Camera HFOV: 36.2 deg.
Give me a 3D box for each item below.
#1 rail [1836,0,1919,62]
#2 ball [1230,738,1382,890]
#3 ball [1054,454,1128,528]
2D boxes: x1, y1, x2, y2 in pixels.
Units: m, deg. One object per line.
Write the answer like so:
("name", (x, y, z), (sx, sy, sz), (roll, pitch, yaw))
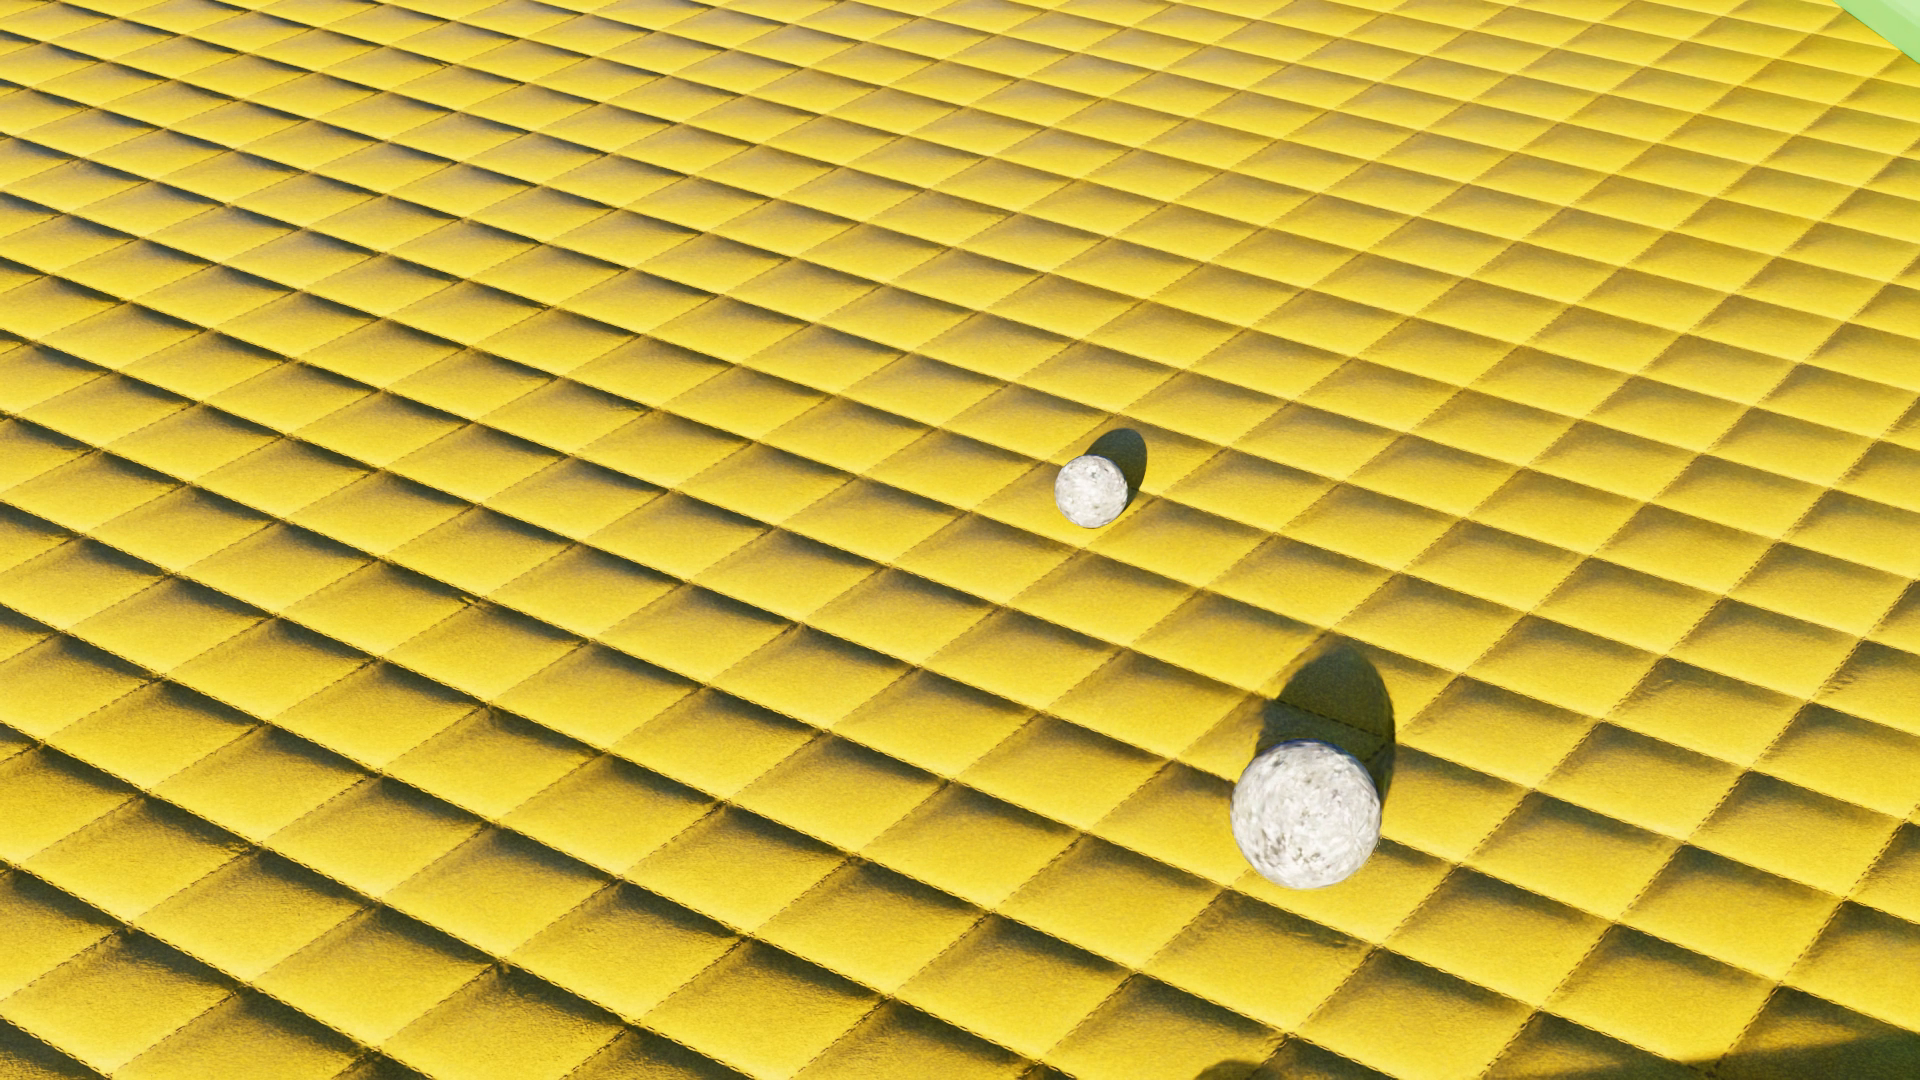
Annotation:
("rail", (0.842, -0.510, 2.681), (0.045, 0.125, 3.466), (-5, 29, -8))
("ball", (0.179, 0.142, 1.522), (0.078, 0.078, 0.078), (0, 28, 0))
("ball", (0.084, -0.031, 1.876), (0.047, 0.047, 0.047), (0, 28, 0))
